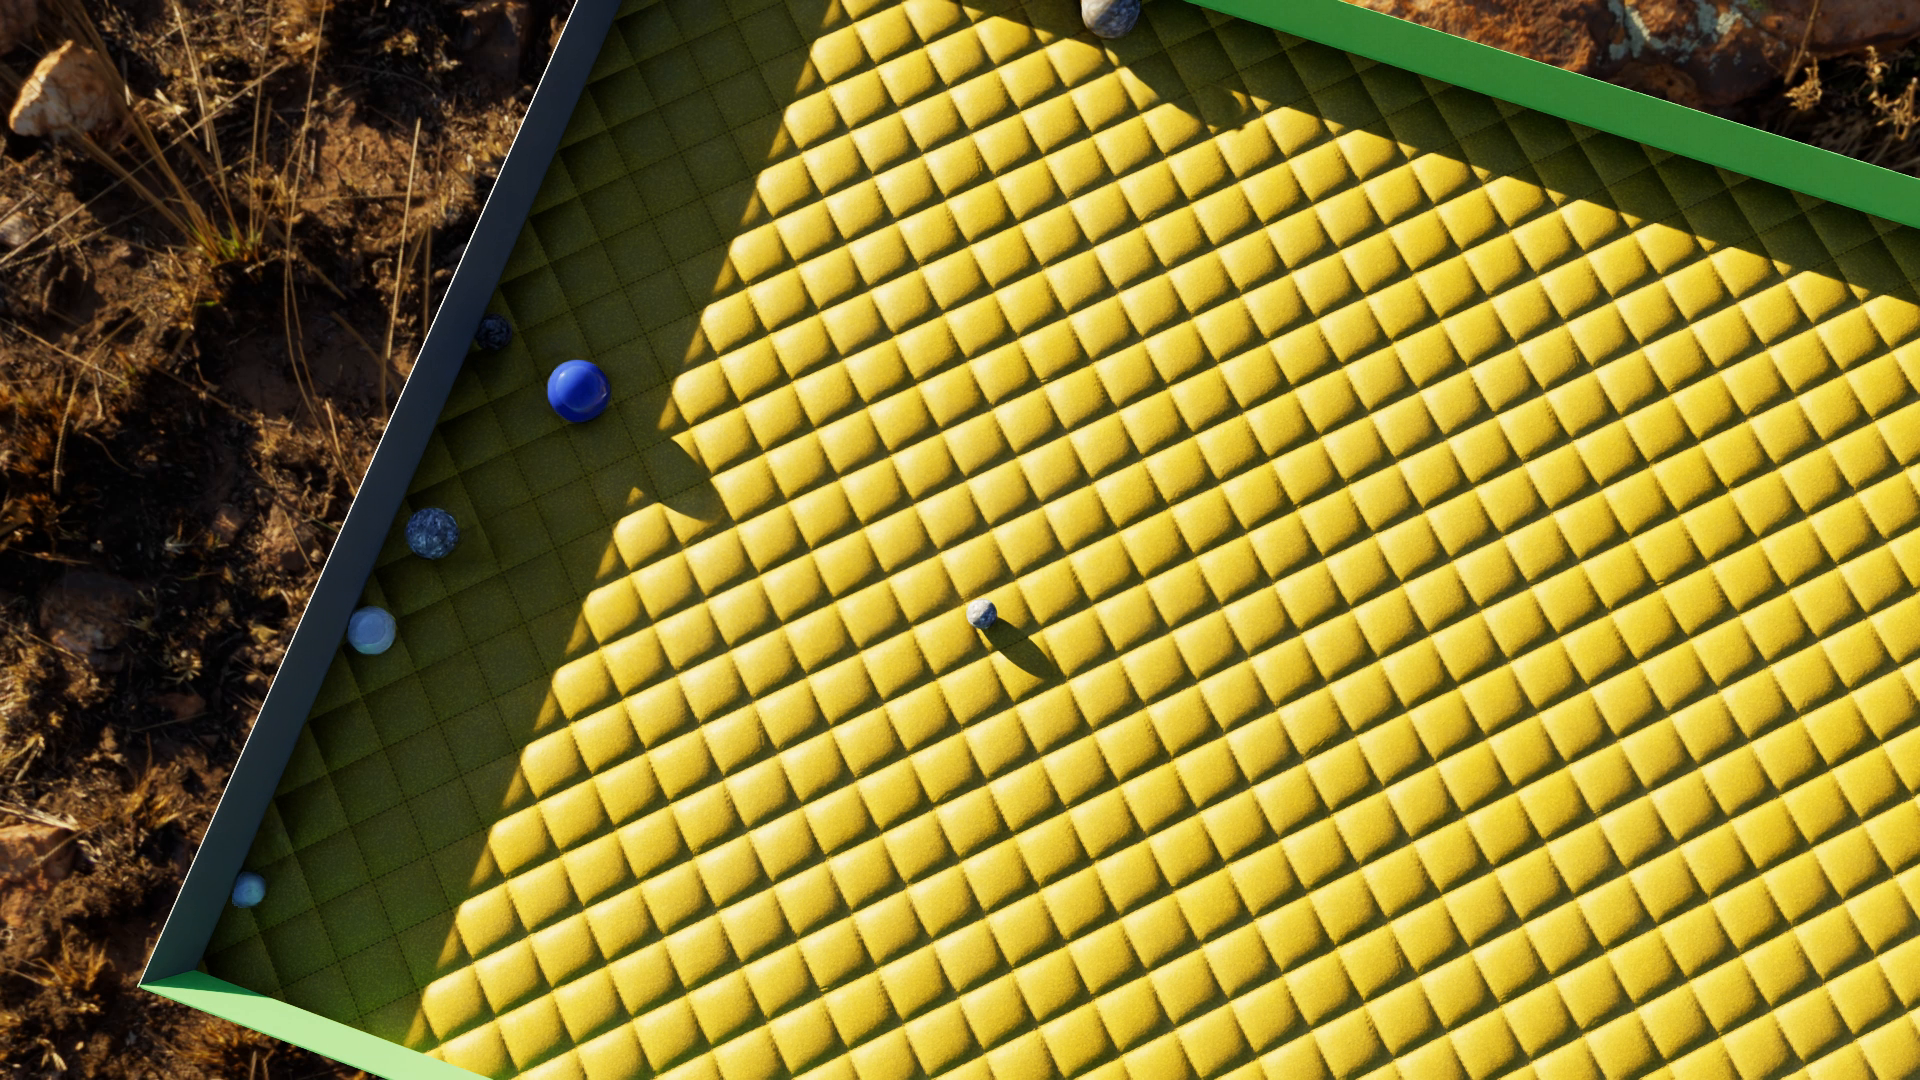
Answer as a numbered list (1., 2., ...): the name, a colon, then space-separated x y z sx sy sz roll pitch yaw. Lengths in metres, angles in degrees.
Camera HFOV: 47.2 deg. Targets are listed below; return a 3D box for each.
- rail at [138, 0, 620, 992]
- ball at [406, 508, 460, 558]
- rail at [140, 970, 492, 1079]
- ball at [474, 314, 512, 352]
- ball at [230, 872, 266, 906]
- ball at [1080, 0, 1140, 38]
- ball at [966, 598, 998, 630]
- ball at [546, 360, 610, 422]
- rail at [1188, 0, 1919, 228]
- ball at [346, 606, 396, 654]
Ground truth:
1. rail: -0.795 -0.276 3.411 0.045 0.125 2.046 19 75 5
2. ball: -0.806 -0.010 3.361 0.078 0.078 0.078 0 74 0
3. rail: 0.487 1.174 2.998 3.466 0.125 0.045 19 75 5
4. ball: -0.736 -0.326 3.461 0.058 0.058 0.058 0 74 0
5. ball: -1.044 0.512 3.227 0.051 0.051 0.051 0 74 0
6. ball: 0.246 -0.870 3.597 0.095 0.095 0.095 0 74 0
7. ball: 0.033 0.112 3.342 0.047 0.047 0.047 0 74 0
8. ball: -0.593 -0.232 3.414 0.097 0.097 0.097 0 74 0
9. rail: 1.148 -0.640 3.514 3.466 0.125 0.045 19 75 5
10. ball: -0.889 0.136 3.322 0.073 0.073 0.073 0 74 0
